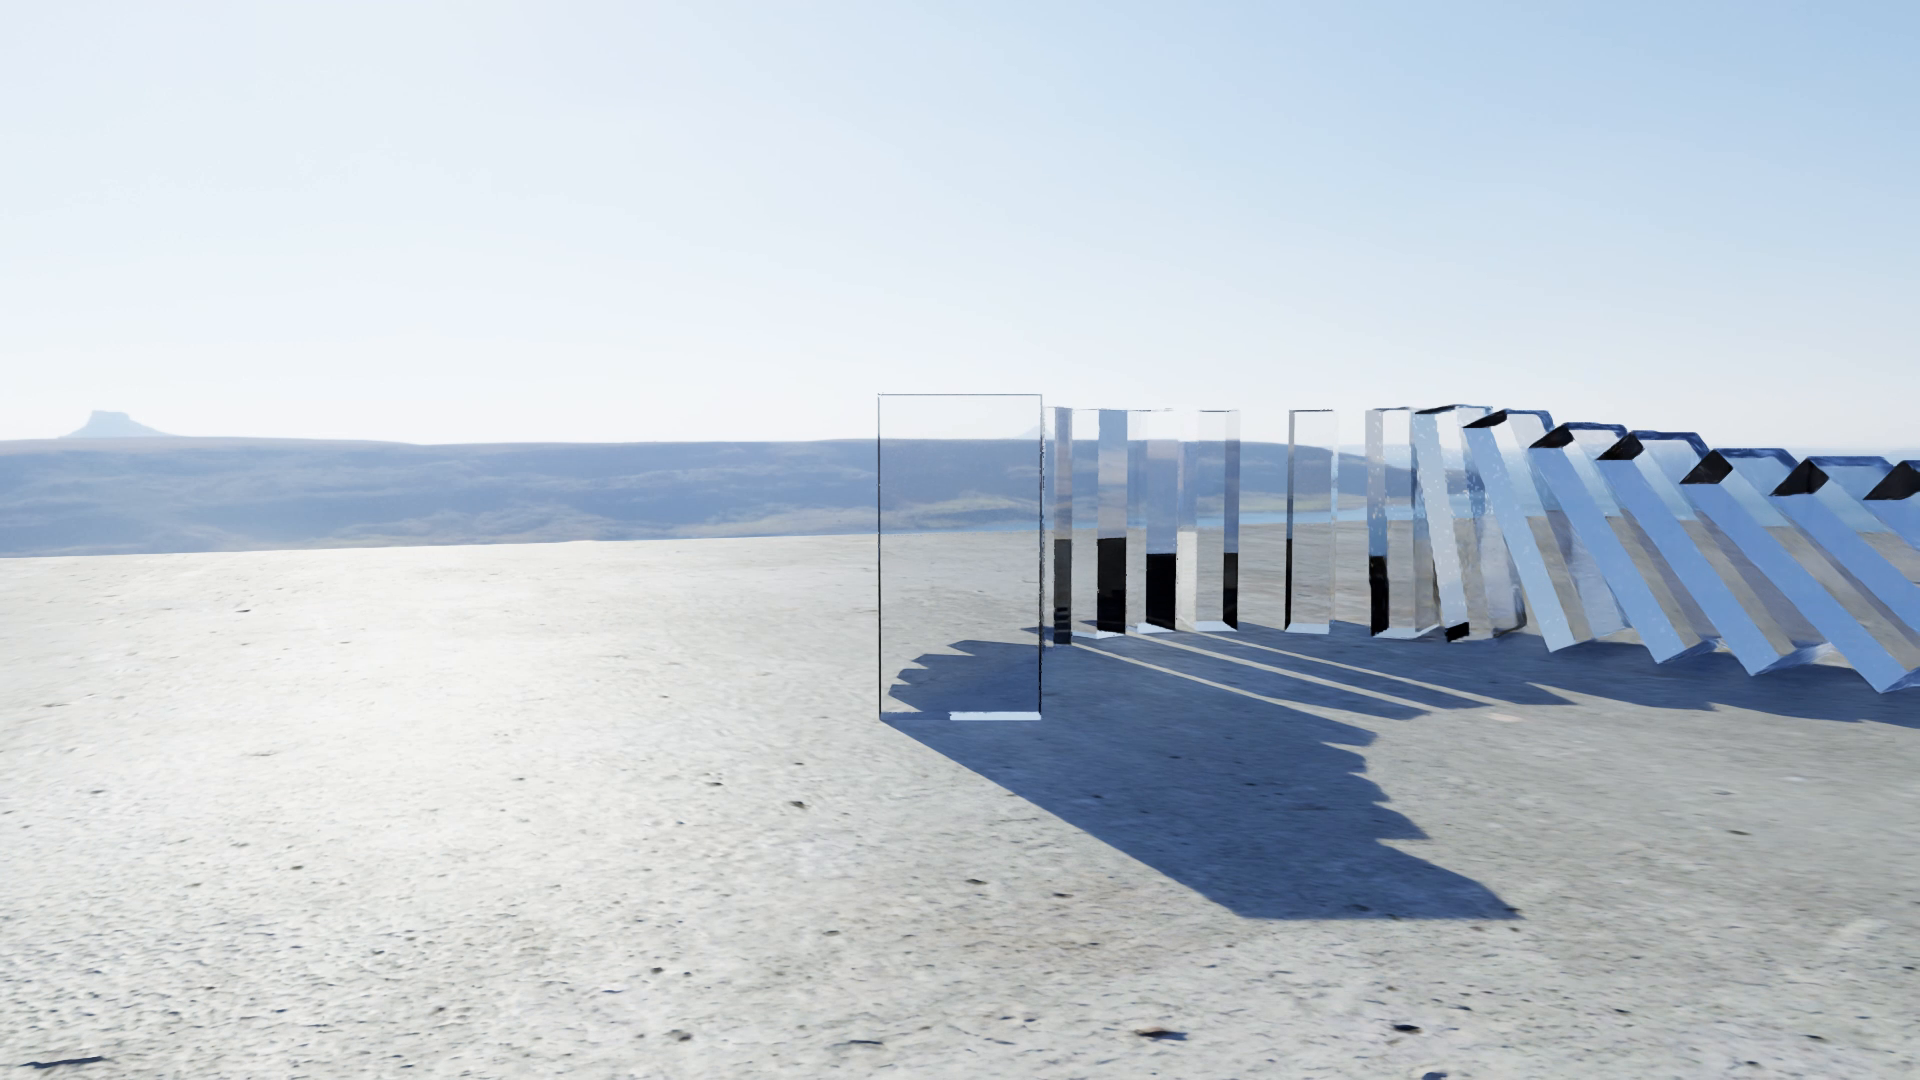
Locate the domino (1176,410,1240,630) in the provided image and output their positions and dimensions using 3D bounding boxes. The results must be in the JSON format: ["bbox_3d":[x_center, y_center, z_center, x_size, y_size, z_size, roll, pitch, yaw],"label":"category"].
[{"bbox_3d":[0.058,-0.005,0.303,0.009,0.050,0.025,0,4,-1],"label":"domino"}]

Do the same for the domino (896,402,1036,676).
[{"bbox_3d":[0.001,0.000,0.239,0.025,0.050,0.010,0,4,5],"label":"domino"}]

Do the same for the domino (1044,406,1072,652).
[{"bbox_3d":[0.010,-0.003,0.271,0.025,0.050,0.010,2,5,27],"label":"domino"}]

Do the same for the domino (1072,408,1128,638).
[{"bbox_3d":[0.025,-0.004,0.291,0.010,0.050,0.025,-4,6,-41],"label":"domino"}]

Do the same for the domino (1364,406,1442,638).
[{"bbox_3d":[0.101,-0.004,0.290,0.009,0.050,0.025,-1,3,33],"label":"domino"}]

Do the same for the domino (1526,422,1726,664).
[{"bbox_3d":[0.139,0.000,0.262,0.025,0.050,0.009,-3,-28,-38],"label":"domino"}]

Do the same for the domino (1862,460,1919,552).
[{"bbox_3d":[0.177,0.007,0.209,0.025,0.010,0.050,-2,46,-26],"label":"domino"}]

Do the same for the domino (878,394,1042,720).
[{"bbox_3d":[0.000,0.002,0.201,0.025,0.050,0.009,0,4,0],"label":"domino"}]

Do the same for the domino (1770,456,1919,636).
[{"bbox_3d":[0.169,0.006,0.222,0.025,0.010,0.050,-2,46,-28],"label":"domino"}]

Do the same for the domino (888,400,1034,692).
[{"bbox_3d":[0.000,0.001,0.224,0.025,0.050,0.009,0,4,2],"label":"domino"}]

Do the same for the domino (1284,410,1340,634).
[{"bbox_3d":[0.082,-0.005,0.299,0.010,0.050,0.025,2,5,19],"label":"domino"}]

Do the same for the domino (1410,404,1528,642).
[{"bbox_3d":[0.113,-0.004,0.283,0.010,0.050,0.025,-10,-3,40],"label":"domino"}]

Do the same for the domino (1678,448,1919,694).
[{"bbox_3d":[0.160,0.004,0.236,0.025,0.010,0.050,-3,49,-31],"label":"domino"}]

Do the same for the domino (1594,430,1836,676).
[{"bbox_3d":[0.149,0.001,0.250,0.025,0.050,0.010,-3,-33,-34],"label":"domino"}]

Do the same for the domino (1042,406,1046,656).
[{"bbox_3d":[0.004,-0.002,0.255,0.025,0.050,0.009,1,4,15],"label":"domino"}]

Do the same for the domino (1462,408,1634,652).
[{"bbox_3d":[0.126,-0.003,0.273,0.025,0.050,0.009,-4,-17,-45],"label":"domino"}]

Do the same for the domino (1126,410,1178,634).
[{"bbox_3d":[0.040,-0.005,0.300,0.009,0.050,0.025,-2,5,-19],"label":"domino"}]
